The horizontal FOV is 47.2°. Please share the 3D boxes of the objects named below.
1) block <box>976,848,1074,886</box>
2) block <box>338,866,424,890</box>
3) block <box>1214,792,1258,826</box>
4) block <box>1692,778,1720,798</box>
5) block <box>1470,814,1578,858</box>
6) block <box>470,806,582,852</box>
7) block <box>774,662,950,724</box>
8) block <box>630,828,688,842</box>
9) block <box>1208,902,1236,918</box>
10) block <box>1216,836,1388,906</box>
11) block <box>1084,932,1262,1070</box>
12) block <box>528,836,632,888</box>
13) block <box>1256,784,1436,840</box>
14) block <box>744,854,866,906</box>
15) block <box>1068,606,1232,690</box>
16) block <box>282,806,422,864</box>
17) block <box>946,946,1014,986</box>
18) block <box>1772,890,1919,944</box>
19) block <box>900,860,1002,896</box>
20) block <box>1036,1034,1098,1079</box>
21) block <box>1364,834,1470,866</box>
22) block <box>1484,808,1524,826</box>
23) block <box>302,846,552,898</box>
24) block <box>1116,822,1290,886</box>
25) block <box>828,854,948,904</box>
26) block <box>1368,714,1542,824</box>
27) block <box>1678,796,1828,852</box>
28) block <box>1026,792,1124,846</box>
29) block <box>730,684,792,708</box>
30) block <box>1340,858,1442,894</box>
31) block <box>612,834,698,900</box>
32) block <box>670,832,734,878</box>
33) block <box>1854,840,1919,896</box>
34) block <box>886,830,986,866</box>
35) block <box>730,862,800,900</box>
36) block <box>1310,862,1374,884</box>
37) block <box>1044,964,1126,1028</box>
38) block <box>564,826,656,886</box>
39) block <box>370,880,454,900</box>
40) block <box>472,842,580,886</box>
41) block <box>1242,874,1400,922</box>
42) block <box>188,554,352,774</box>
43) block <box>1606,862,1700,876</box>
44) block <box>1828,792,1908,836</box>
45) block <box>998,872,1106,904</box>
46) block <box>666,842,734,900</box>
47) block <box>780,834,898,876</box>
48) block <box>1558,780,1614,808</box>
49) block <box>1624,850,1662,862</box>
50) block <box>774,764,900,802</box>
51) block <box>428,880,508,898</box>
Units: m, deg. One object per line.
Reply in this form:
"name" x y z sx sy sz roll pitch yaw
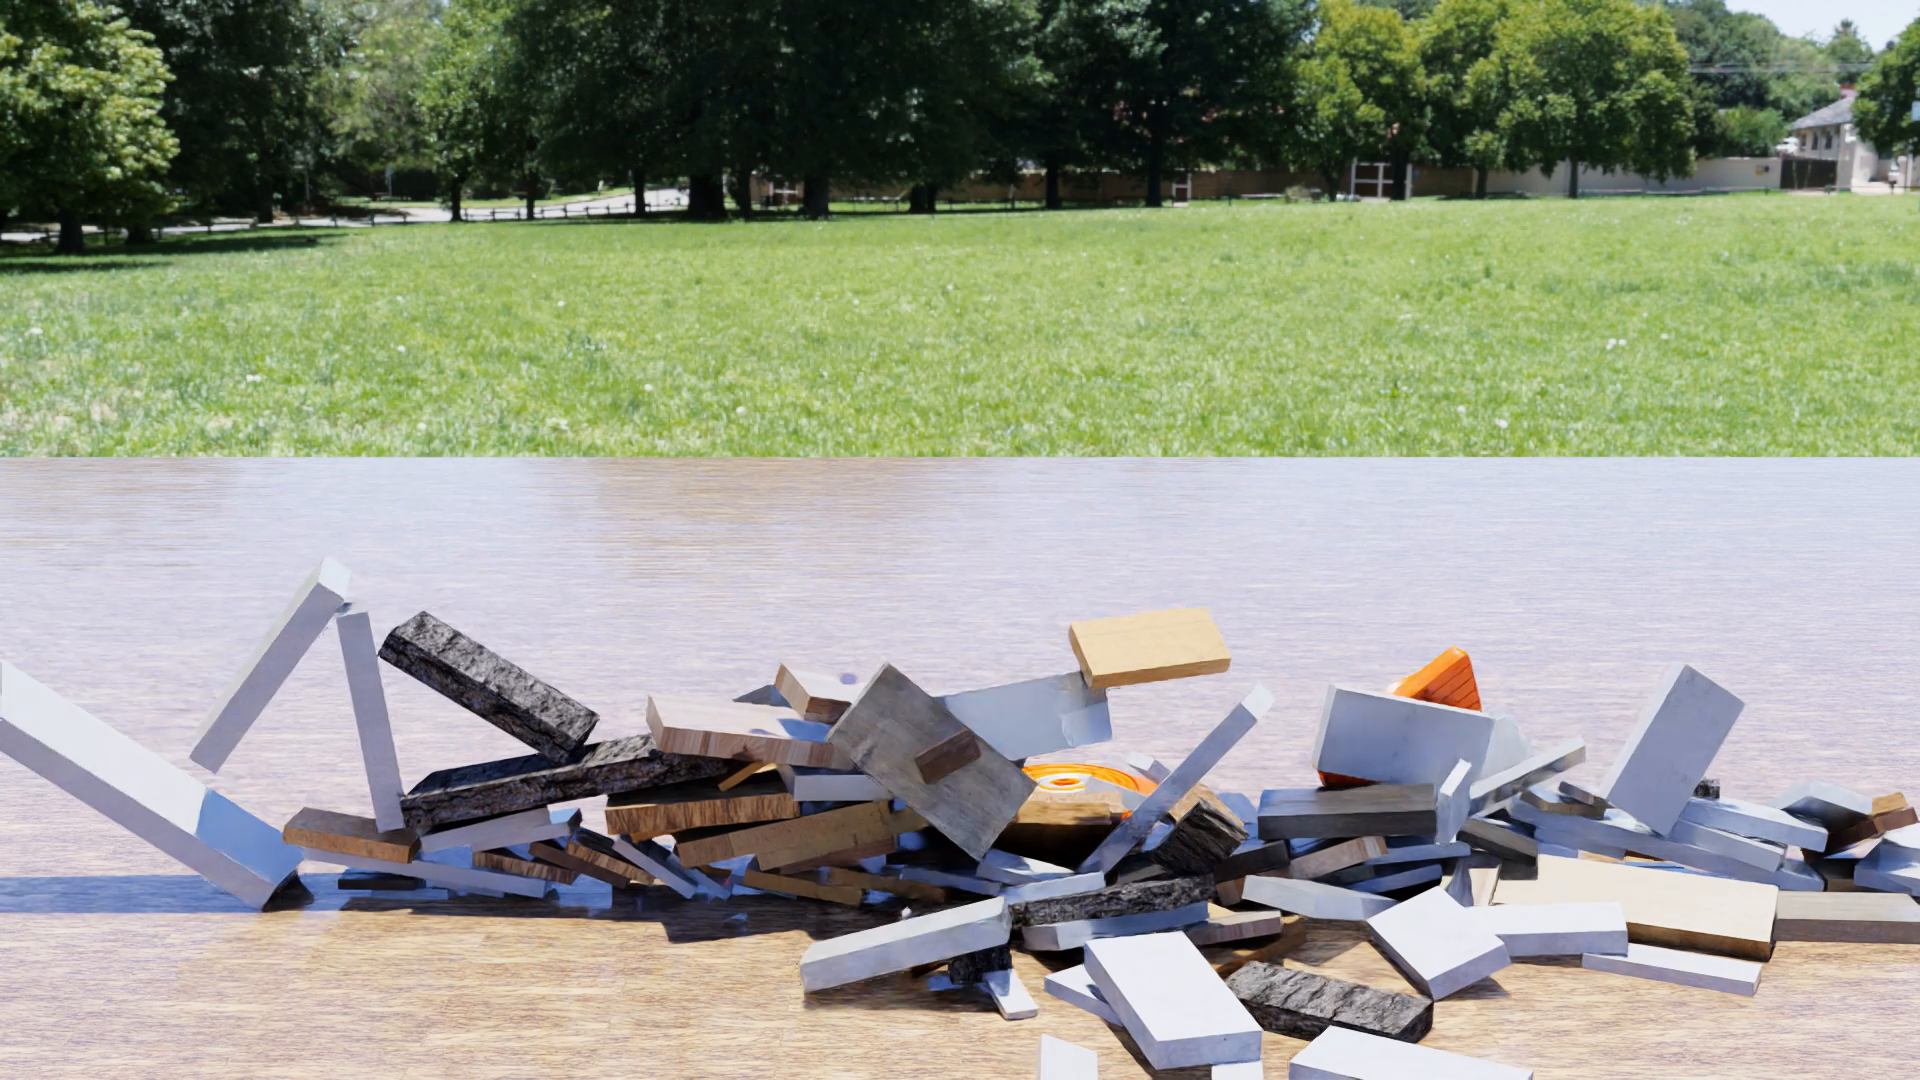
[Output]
"block" 0.109 0.555 3.664 0.165 0.023 0.082 16 13 -3
"block" -0.963 0.564 3.662 0.128 0.018 0.064 0 11 2
"block" 0.500 0.506 4.055 0.088 0.025 0.175 -1 11 -7
"block" 1.216 0.415 3.741 0.142 0.020 0.071 5 6 17
"block" 0.938 0.502 3.694 0.179 0.025 0.090 13 9 -1
"block" -0.719 0.479 3.642 0.170 0.024 0.085 -10 8 6
"block" -0.135 0.262 3.536 0.295 0.042 0.148 11 14 -26
"block" -0.466 0.456 3.631 0.154 0.022 0.077 -14 17 -2
"block" 0.386 0.602 3.560 0.058 0.016 0.116 -8 13 -37
"block" 0.562 0.522 3.646 0.283 0.040 0.141 -20 8 10
"block" 0.294 0.641 3.085 0.151 0.043 0.302 -2 17 -15
"block" -0.624 0.526 3.656 0.170 0.024 0.085 20 11 2
"block" 0.634 0.444 3.601 0.283 0.040 0.141 -4 11 12
"block" -0.253 0.561 3.660 0.195 0.028 0.098 10 13 4
"block" 0.315 0.178 3.663 0.245 0.035 0.122 -6 45 -16
"block" -1.001 0.488 3.639 0.208 0.029 0.104 9 11 0
"block" 0.030 0.628 3.242 0.097 0.049 0.014 0 -25 -23
"block" 1.400 0.601 3.508 0.260 0.037 0.130 1 11 4
"block" -0.015 0.552 3.657 0.165 0.023 0.082 11 13 -3
"block" 0.141 0.707 2.911 0.079 0.022 0.158 19 11 -1
"block" 0.751 0.505 3.643 0.174 0.025 0.087 -7 10 7
"block" 0.884 0.510 3.850 0.255 0.036 0.127 0 36 -5
"block" -0.880 0.533 3.665 0.402 0.029 0.104 9 11 0
"block" 0.404 0.532 3.641 0.283 0.040 0.141 -16 8 11
"block" -0.119 0.556 3.658 0.195 0.028 0.098 11 13 -3
"block" 0.855 0.421 3.806 0.283 0.142 0.040 -21 -4 -19
"block" 1.327 0.468 3.689 0.232 0.033 0.116 12 8 15
"block" 0.132 0.491 3.838 0.284 0.040 0.142 0 -31 -7
"block" -0.424 0.375 3.783 0.348 0.174 0.049 -23 43 19
"block" 0.710 0.556 3.657 0.174 0.025 0.087 -15 10 7
"block" -0.500 0.528 3.628 0.154 0.022 0.077 35 10 -9
"block" -0.437 0.519 3.682 0.120 0.017 0.060 42 10 33
"block" 1.578 0.543 3.675 0.107 0.030 0.214 7 13 35
"block" -0.041 0.509 3.654 0.165 0.023 0.082 -3 13 -3
"block" -0.319 0.570 3.678 0.120 0.017 0.060 12 13 12
"block" 0.597 0.556 3.669 0.174 0.025 0.087 -13 10 3
"block" 0.211 0.663 3.210 0.085 0.024 0.170 -9 14 -39
"block" -0.573 0.521 3.634 0.154 0.022 0.077 23 11 -6
"block" -0.910 0.580 3.671 0.128 0.018 0.064 0 11 2
"block" -0.716 0.532 3.662 0.170 0.024 0.085 11 11 4
"block" 0.573 0.568 3.477 0.130 0.037 0.259 9 -3 41
"block" -1.137 0.202 3.632 0.051 0.359 0.180 36 4 -18
"block" 1.161 0.563 3.685 0.155 0.022 0.077 5 9 -23
"block" 1.541 0.489 3.786 0.091 0.026 0.183 -11 -26 -15
"block" 0.144 0.549 3.462 0.166 0.023 0.083 -10 -7 0
"block" -0.431 0.550 3.654 0.120 0.017 0.060 36 8 -6
"block" -0.200 0.504 3.648 0.195 0.028 0.098 -12 16 5
"block" 1.071 0.431 3.716 0.066 0.019 0.131 24 8 42
"block" 1.181 0.539 3.891 0.134 0.019 0.067 6 12 28
"block" -0.135 0.373 3.589 0.309 0.044 0.154 1 17 -17
"block" -0.816 0.568 3.667 0.128 0.018 0.064 9 11 0
